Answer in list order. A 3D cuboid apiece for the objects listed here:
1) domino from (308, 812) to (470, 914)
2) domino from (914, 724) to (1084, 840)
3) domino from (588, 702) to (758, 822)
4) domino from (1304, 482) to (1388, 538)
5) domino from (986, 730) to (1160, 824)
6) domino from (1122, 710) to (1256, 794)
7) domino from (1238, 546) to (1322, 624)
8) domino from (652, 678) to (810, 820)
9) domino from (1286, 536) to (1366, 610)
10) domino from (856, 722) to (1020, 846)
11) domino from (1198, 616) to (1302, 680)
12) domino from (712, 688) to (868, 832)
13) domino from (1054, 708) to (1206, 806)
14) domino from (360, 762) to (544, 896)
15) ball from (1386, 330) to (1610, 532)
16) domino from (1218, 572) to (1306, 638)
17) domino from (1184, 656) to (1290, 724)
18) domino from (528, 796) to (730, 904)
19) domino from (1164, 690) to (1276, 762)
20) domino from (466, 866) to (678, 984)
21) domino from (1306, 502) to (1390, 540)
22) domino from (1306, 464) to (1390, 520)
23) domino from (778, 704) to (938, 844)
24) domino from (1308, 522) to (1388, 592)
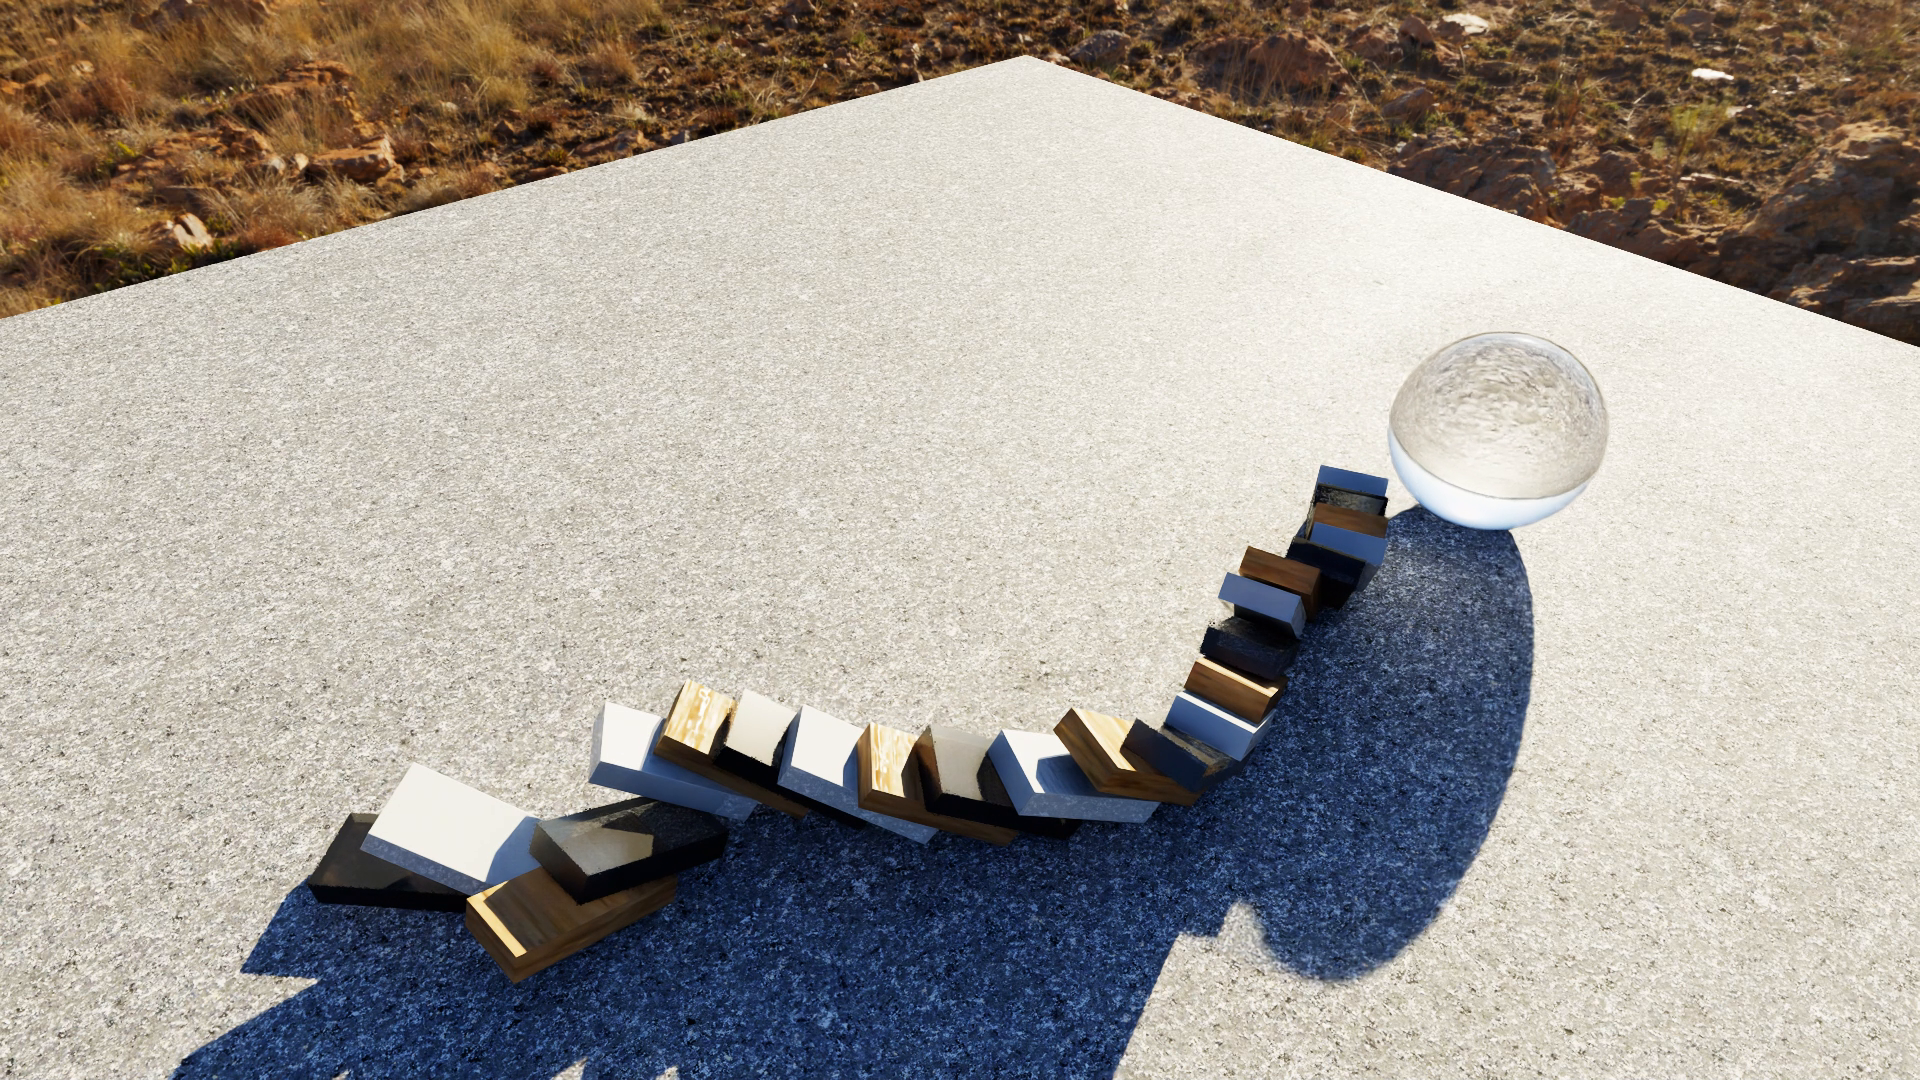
[{"bbox_3d":[-0.162,0.096,0.327,0.050,0.010,0.025,3,39,3],"label":"domino"},{"bbox_3d":[0.012,0.074,0.334,0.050,0.009,0.025,19,35,-26],"label":"domino"},{"bbox_3d":[-0.087,0.068,0.338,0.050,0.010,0.025,22,27,-26],"label":"domino"},{"bbox_3d":[0.148,-0.008,0.425,0.025,0.050,0.010,14,80,16],"label":"domino"},{"bbox_3d":[0.035,0.073,0.336,0.050,0.009,0.025,13,30,-33],"label":"domino"},{"bbox_3d":[0.072,0.064,0.342,0.025,0.009,0.050,32,12,28],"label":"domino"},{"bbox_3d":[0.116,0.017,0.395,0.025,0.050,0.009,20,82,23],"label":"domino"},{"bbox_3d":[-0.067,0.065,0.343,0.050,0.010,0.025,28,31,-14],"label":"domino"},{"bbox_3d":[0.130,0.013,0.399,0.025,0.050,0.009,21,82,16],"label":"domino"},{"bbox_3d":[-0.007,0.074,0.334,0.050,0.009,0.025,21,34,-22],"label":"domino"},{"bbox_3d":[0.100,0.036,0.377,0.025,0.010,0.050,20,8,23],"label":"domino"},{"bbox_3d":[-0.049,0.068,0.340,0.050,0.010,0.025,28,31,-14],"label":"domino"},{"bbox_3d":[0.053,0.067,0.338,0.050,0.010,0.025,21,23,-44],"label":"domino"},{"bbox_3d":[-0.141,0.087,0.317,0.050,0.010,0.025,30,36,-15],"label":"domino"},{"bbox_3d":[0.214,-0.044,0.441,0.080,0.080,0.080,0,39,0],"label":"ball"},{"bbox_3d":[0.107,0.024,0.387,0.025,0.050,0.009,20,86,23],"label":"domino"},{"bbox_3d":[0.092,0.047,0.363,0.025,0.010,0.050,26,10,21],"label":"domino"},{"bbox_3d":[-0.095,0.087,0.318,0.025,0.010,0.050,30,18,31],"label":"domino"},{"bbox_3d":[0.084,0.056,0.352,0.025,0.010,0.050,26,10,22],"label":"domino"},{"bbox_3d":[-0.108,0.101,0.307,0.025,0.010,0.050,30,28,31],"label":"domino"},{"bbox_3d":[0.145,-0.001,0.416,0.025,0.050,0.009,14,80,16],"label":"domino"},{"bbox_3d":[0.152,-0.015,0.434,0.025,0.050,0.009,14,80,16],"label":"domino"},{"bbox_3d":[-0.029,0.071,0.336,0.050,0.009,0.025,27,32,-17],"label":"domino"},{"bbox_3d":[0.141,0.007,0.407,0.025,0.050,0.009,16,81,16],"label":"domino"}]
